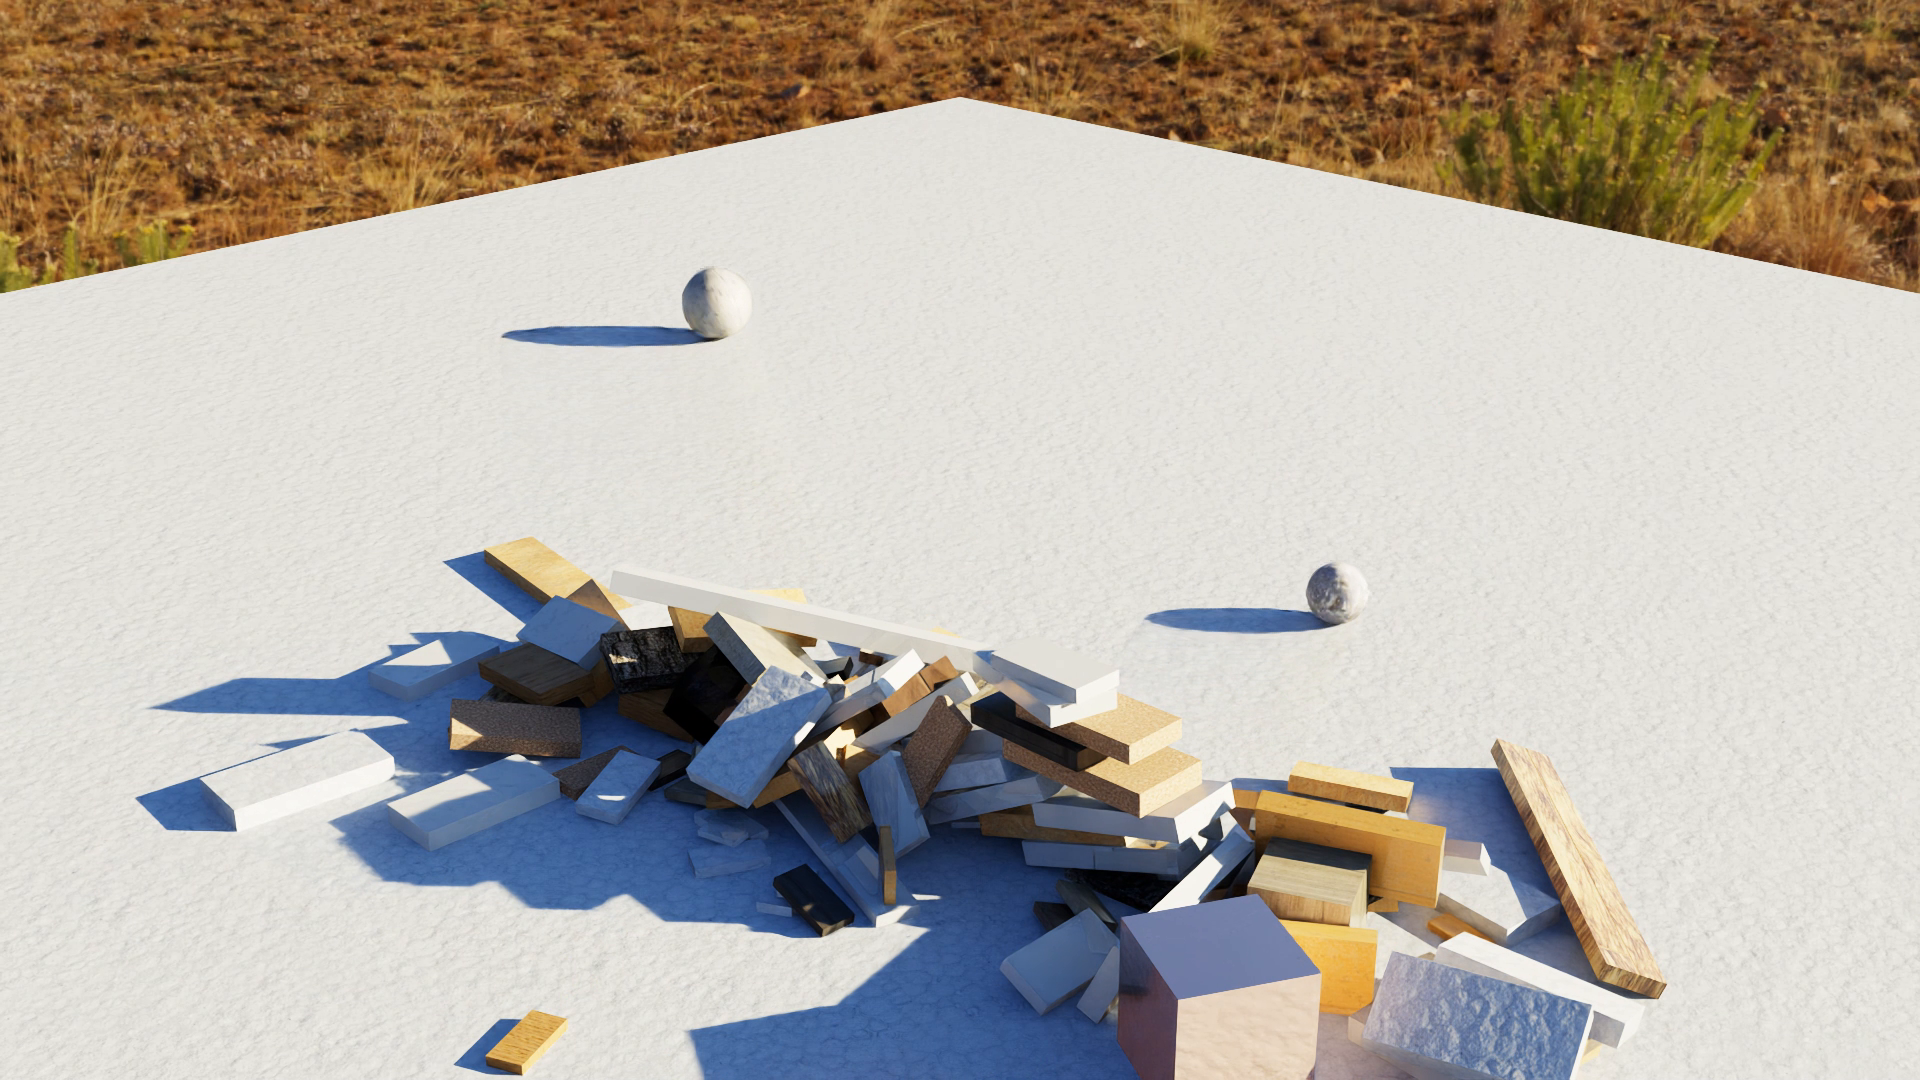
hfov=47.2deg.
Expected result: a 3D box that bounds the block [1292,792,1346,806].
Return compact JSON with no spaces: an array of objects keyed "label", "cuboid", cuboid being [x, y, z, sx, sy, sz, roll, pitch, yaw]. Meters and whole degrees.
[{"label":"block","cuboid":[0.688,0.563,4.396,0.102,0.029,0.203,12,26,26]}]

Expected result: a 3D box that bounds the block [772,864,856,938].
[{"label":"block","cuboid":[-0.273,0.670,4.097,0.076,0.021,0.151,-20,47,-38]}]

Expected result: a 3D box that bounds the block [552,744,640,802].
[{"label":"block","cuboid":[-0.751,0.485,4.584,0.186,0.026,0.093,-21,31,-40]}]

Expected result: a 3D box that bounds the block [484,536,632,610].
[{"label":"block","cuboid":[-0.958,0.130,5.406,0.135,0.038,0.680,-16,28,-33]}]

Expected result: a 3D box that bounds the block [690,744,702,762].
[{"label":"block","cuboid":[-0.538,0.471,4.593,0.050,0.014,0.101,41,15,-18]}]

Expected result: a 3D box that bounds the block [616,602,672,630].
[{"label":"block","cuboid":[-0.641,0.247,5.058,0.180,0.051,0.359,-16,35,-33]}]

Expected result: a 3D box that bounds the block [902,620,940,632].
[{"label":"block","cuboid":[-0.134,0.231,5.181,0.190,0.027,0.095,-8,24,-17]}]

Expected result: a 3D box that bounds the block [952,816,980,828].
[{"label":"block","cuboid":[0.029,0.562,4.421,0.091,0.013,0.045,0,23,-1]}]

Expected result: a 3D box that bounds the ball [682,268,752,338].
[{"label":"ball","cuboid":[-0.808,-0.788,7.314,0.238,0.238,0.238,0,23,0]}]

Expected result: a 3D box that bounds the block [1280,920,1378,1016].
[{"label":"block","cuboid":[0.568,0.739,3.827,0.302,0.151,0.043,4,23,10]}]

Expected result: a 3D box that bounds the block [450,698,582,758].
[{"label":"block","cuboid":[-0.946,0.401,4.681,0.270,0.038,0.135,6,27,-16]}]

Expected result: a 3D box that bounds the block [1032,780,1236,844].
[{"label":"block","cuboid":[0.321,0.494,4.111,0.346,0.049,0.173,0,17,44]}]

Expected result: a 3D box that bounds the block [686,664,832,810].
[{"label":"block","cuboid":[-0.398,0.388,4.370,0.144,0.041,0.288,22,58,28]}]

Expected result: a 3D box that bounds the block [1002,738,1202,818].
[{"label":"block","cuboid":[0.264,0.410,4.119,0.173,0.049,0.346,-22,30,-40]}]

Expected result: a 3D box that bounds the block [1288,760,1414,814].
[{"label":"block","cuboid":[0.797,0.503,4.485,0.238,0.034,0.119,10,11,16]}]

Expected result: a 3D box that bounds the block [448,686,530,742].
[{"label":"block","cuboid":[-0.995,0.377,4.823,0.135,0.038,0.270,7,24,16]}]

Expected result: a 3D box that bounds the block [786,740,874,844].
[{"label":"block","cuboid":[-0.251,0.491,4.293,0.027,0.190,0.095,-38,-6,36]}]

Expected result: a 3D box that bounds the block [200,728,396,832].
[{"label":"block","cuboid":[-1.366,0.491,4.541,0.344,0.049,0.172,-18,29,-36]}]

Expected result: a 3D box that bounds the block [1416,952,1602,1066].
[{"label":"block","cuboid":[0.909,0.795,3.722,0.328,0.046,0.164,21,9,31]}]

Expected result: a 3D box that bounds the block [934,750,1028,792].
[{"label":"block","cuboid":[0.013,0.443,4.364,0.346,0.049,0.173,-14,7,43]}]

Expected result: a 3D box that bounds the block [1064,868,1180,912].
[{"label":"block","cuboid":[0.312,0.647,4.198,0.203,0.029,0.102,18,29,37]}]

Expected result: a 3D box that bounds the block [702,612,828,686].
[{"label":"block","cuboid":[-0.398,0.257,4.678,0.173,0.049,0.346,47,8,24]}]

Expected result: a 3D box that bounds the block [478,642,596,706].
[{"label":"block","cuboid":[-0.941,0.300,4.882,0.135,0.038,0.270,-22,27,-36]}]

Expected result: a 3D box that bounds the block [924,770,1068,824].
[{"label":"block","cuboid":[0.099,0.479,4.304,0.173,0.049,0.346,-24,3,-42]}]

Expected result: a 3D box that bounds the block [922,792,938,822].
[{"label":"block","cuboid":[-0.136,0.519,4.467,0.204,0.029,0.102,19,29,39]}]

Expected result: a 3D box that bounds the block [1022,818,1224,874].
[{"label":"block","cuboid":[0.311,0.575,4.217,0.346,0.049,0.173,-3,16,37]}]

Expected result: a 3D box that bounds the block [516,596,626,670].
[{"label":"block","cuboid":[-0.885,0.213,4.998,0.270,0.038,0.135,16,57,47]}]

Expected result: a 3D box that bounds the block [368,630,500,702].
[{"label":"block","cuboid":[-1.202,0.287,5.035,0.135,0.038,0.270,17,28,34]}]

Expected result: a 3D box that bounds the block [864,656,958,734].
[{"label":"block","cuboid":[-0.116,0.324,4.592,0.165,0.047,0.330,-32,-3,-16]}]

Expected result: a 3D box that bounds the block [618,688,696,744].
[{"label":"block","cuboid":[-0.591,0.296,4.869,0.180,0.051,0.359,21,37,11]}]

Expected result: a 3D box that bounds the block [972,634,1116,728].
[{"label":"block","cuboid":[0.157,0.263,4.153,0.144,0.041,0.287,-14,25,-26]}]

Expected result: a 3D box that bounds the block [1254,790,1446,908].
[{"label":"block","cuboid":[0.707,0.563,4.004,0.335,0.167,0.047,10,43,18]}]

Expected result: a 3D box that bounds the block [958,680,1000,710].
[{"label":"block","cuboid":[0.175,0.437,4.550,0.473,0.049,0.172,24,41,32]}]

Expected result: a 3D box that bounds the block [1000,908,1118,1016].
[{"label":"block","cuboid":[0.188,0.746,3.901,0.225,0.032,0.113,-22,58,-42]}]

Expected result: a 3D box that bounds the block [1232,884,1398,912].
[{"label":"block","cuboid":[0.670,0.638,4.145,0.302,0.043,0.151,-2,27,11]}]

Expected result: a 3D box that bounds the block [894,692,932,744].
[{"label":"block","cuboid":[0.034,0.412,4.728,0.344,0.049,0.172,11,25,24]}]

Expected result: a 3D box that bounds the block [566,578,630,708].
[{"label":"block","cuboid":[-0.845,0.232,5.022,0.180,0.051,0.359,-37,35,-8]}]

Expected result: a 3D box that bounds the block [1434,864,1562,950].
[{"label":"block","cuboid":[0.961,0.661,4.147,0.151,0.043,0.302,-17,28,-34]}]

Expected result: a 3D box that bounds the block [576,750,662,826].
[{"label":"block","cuboid":[-0.697,0.504,4.493,0.095,0.027,0.190,14,34,16]}]

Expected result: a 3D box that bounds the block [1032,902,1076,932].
[{"label":"block","cuboid":[0.189,0.705,4.036,0.069,0.020,0.139,8,14,-19]}]

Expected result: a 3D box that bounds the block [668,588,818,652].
[{"label":"block","cuboid":[-0.484,0.178,4.904,0.307,0.043,0.153,-2,39,-22]}]

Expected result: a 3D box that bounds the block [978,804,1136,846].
[{"label":"block","cuboid":[0.225,0.528,4.278,0.346,0.049,0.173,-2,16,39]}]

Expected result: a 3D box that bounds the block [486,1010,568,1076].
[{"label":"block","cuboid":[-0.733,0.851,3.729,0.071,0.020,0.142,9,25,20]}]

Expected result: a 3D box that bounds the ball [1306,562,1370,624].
[{"label":"ball","cuboid":[0.904,0.128,5.269,0.149,0.149,0.149,0,23,0]}]

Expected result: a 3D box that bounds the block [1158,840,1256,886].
[{"label":"block","cuboid":[0.485,0.609,4.169,0.203,0.029,0.102,0,26,21]}]
